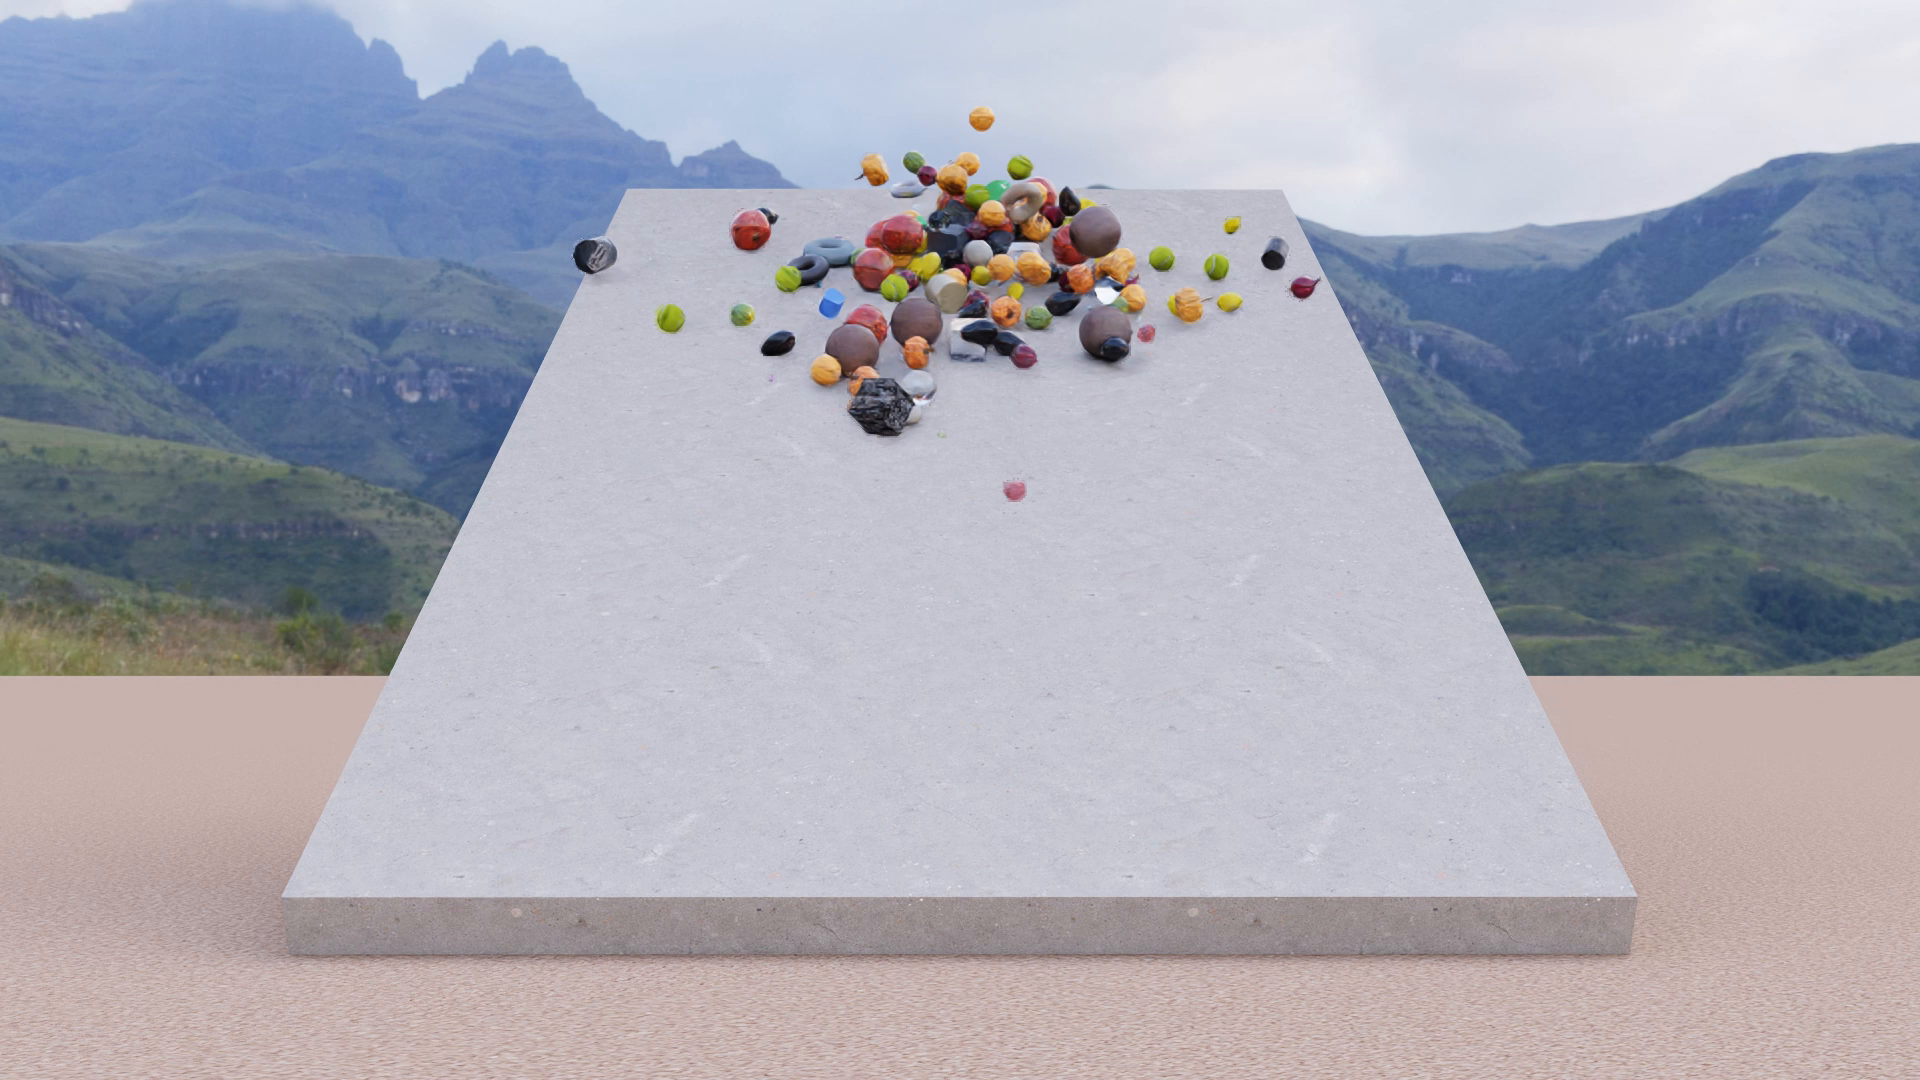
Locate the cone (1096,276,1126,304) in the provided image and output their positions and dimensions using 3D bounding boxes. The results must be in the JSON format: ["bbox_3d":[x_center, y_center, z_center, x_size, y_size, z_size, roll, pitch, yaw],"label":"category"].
[{"bbox_3d":[0.384,-0.620,5.705,0.072,0.072,0.072,3,-5,-39],"label":"cone"}]

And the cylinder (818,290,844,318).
[{"bbox_3d":[-0.324,-0.598,5.865,0.052,0.052,0.052,2,-44,-29],"label":"cylinder"}]

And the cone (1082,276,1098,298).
[{"bbox_3d":[0.359,-0.664,6.117,0.059,0.059,0.059,-2,-7,27],"label":"cone"}]

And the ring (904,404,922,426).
[{"bbox_3d":[-0.136,-0.285,5.239,0.098,0.033,0.098,0,27,0],"label":"ring"}]

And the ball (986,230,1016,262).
[{"bbox_3d":[0.111,-0.807,6.365,0.090,0.090,0.090,0,-3,0],"label":"ball"}]

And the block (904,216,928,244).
[{"bbox_3d":[-0.122,-0.875,6.550,0.051,0.051,0.051,-17,36,-13],"label":"block"}]

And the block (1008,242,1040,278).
[{"bbox_3d":[0.173,-0.755,6.264,0.077,0.077,0.077,5,24,10],"label":"block"}]

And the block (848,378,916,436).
[{"bbox_3d":[-0.172,-0.291,5.086,0.089,0.089,0.089,5,-30,39],"label":"block"}]

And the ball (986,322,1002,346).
[{"bbox_3d":[0.074,-0.507,5.697,0.058,0.058,0.058,0,-3,0],"label":"ball"}]

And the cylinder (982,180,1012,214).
[{"bbox_3d":[0.110,-0.973,6.580,0.098,0.098,0.098,0,10,1],"label":"cylinder"}]

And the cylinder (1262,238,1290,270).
[{"bbox_3d":[0.852,-0.772,6.266,0.063,0.063,0.063,-2,39,26],"label":"cylinder"}]

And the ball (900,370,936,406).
[{"bbox_3d":[-0.096,-0.348,5.319,0.084,0.084,0.084,0,-3,0],"label":"ball"}]

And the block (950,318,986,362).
[{"bbox_3d":[0.021,-0.484,5.633,0.083,0.083,0.083,1,24,2],"label":"block"}]

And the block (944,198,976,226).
[{"bbox_3d":[-0.022,-0.878,6.456,0.085,0.085,0.085,33,-41,-3],"label":"block"}]

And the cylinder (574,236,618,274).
[{"bbox_3d":[-0.974,-0.761,6.198,0.090,0.090,0.090,-1,14,12],"label":"cylinder"}]

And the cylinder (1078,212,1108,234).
[{"bbox_3d":[0.362,-0.861,6.317,0.058,0.058,0.058,-2,4,33],"label":"cylinder"}]

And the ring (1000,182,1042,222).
[{"bbox_3d":[0.170,-0.944,6.475,0.128,0.043,0.128,-14,-42,-13],"label":"ring"}]

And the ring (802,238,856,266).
[{"bbox_3d":[-0.358,-0.791,6.378,0.149,0.050,0.149,1,25,-1],"label":"ring"}]

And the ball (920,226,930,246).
[{"bbox_3d":[-0.084,-0.852,6.503,0.062,0.062,0.062,0,-3,0],"label":"ball"}]

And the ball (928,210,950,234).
[{"bbox_3d":[-0.057,-0.862,6.278,0.062,0.062,0.062,0,-3,0],"label":"ball"}]

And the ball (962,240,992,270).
[{"bbox_3d":[0.047,-0.759,6.179,0.082,0.082,0.082,0,-3,0],"label":"ball"}]

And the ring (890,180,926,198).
[{"bbox_3d":[-0.152,-1.023,6.771,0.107,0.036,0.107,-7,22,3],"label":"ring"}]

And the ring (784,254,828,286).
[{"bbox_3d":[-0.411,-0.722,6.207,0.122,0.041,0.122,-8,36,6],"label":"ring"}]

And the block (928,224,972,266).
[{"bbox_3d":[-0.030,-0.812,6.372,0.089,0.089,0.089,13,27,23],"label":"block"}]

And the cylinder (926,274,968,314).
[{"bbox_3d":[-0.035,-0.634,5.976,0.084,0.084,0.084,2,21,-26],"label":"cylinder"}]

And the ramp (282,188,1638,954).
[{"bbox_3d":[-0.008,-0.227,5.272,2.000,0.100,4.000,0,24,0],"label":"ramp"}]
